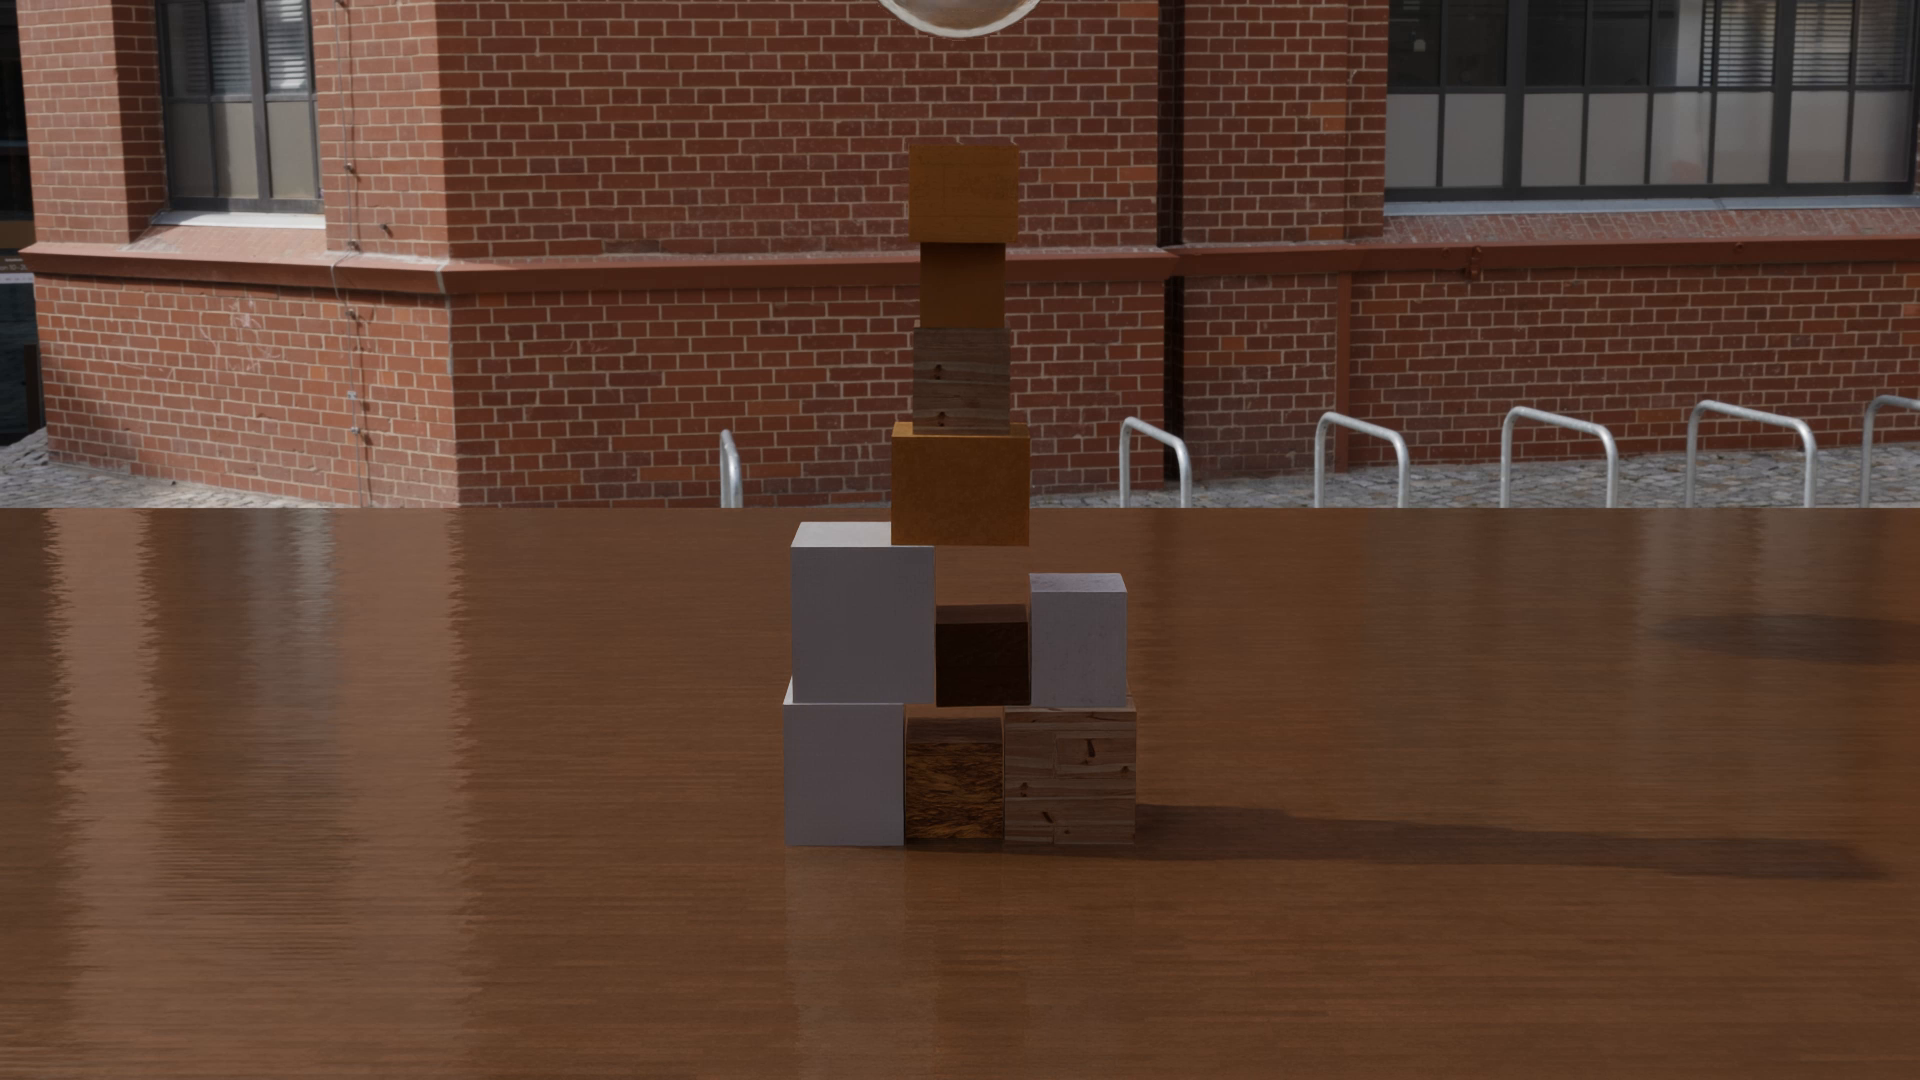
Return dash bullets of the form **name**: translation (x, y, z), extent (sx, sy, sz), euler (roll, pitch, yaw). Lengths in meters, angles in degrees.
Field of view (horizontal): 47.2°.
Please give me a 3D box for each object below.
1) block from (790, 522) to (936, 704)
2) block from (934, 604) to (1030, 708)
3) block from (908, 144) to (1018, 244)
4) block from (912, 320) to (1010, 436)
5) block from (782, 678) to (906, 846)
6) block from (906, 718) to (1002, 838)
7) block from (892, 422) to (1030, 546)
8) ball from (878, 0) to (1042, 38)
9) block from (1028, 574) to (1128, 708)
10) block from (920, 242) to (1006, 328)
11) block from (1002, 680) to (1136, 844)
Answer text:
- **block**: translation (-0.482, 0.360, 11.265), extent (0.706, 0.794, 0.728), euler (0, 10, 0)
- **block**: translation (0.110, 0.588, 11.290), extent (0.468, 0.430, 0.448), euler (-1, 10, 0)
- **block**: translation (0.017, -1.716, 10.866), extent (0.525, 0.463, 0.581), euler (1, 10, 0)
- **block**: translation (0.008, -0.821, 11.046), extent (0.478, 0.531, 0.465), euler (1, 10, 0)
- **block**: translation (-0.583, 1.116, 11.377), extent (0.599, 0.733, 0.714), euler (0, 10, 0)
- **block**: translation (-0.029, 1.228, 11.411), extent (0.490, 0.501, 0.499), euler (0, 10, 0)
- **block**: translation (0.003, -0.289, 11.116), extent (0.681, 0.540, 0.579), euler (1, 10, 0)
- **ball**: translation (0.000, -4.381, 15.623), extent (1.600, 1.600, 1.600), euler (0, 10, 0)
- **block**: translation (0.597, 0.507, 11.262), extent (0.476, 0.592, 0.484), euler (0, 10, 0)
- **block**: translation (0.013, -1.283, 10.940), extent (0.414, 0.416, 0.433), euler (1, 10, 0)
- **block**: translation (0.554, 1.135, 11.393), extent (0.657, 0.690, 0.697), euler (0, 10, 0)
